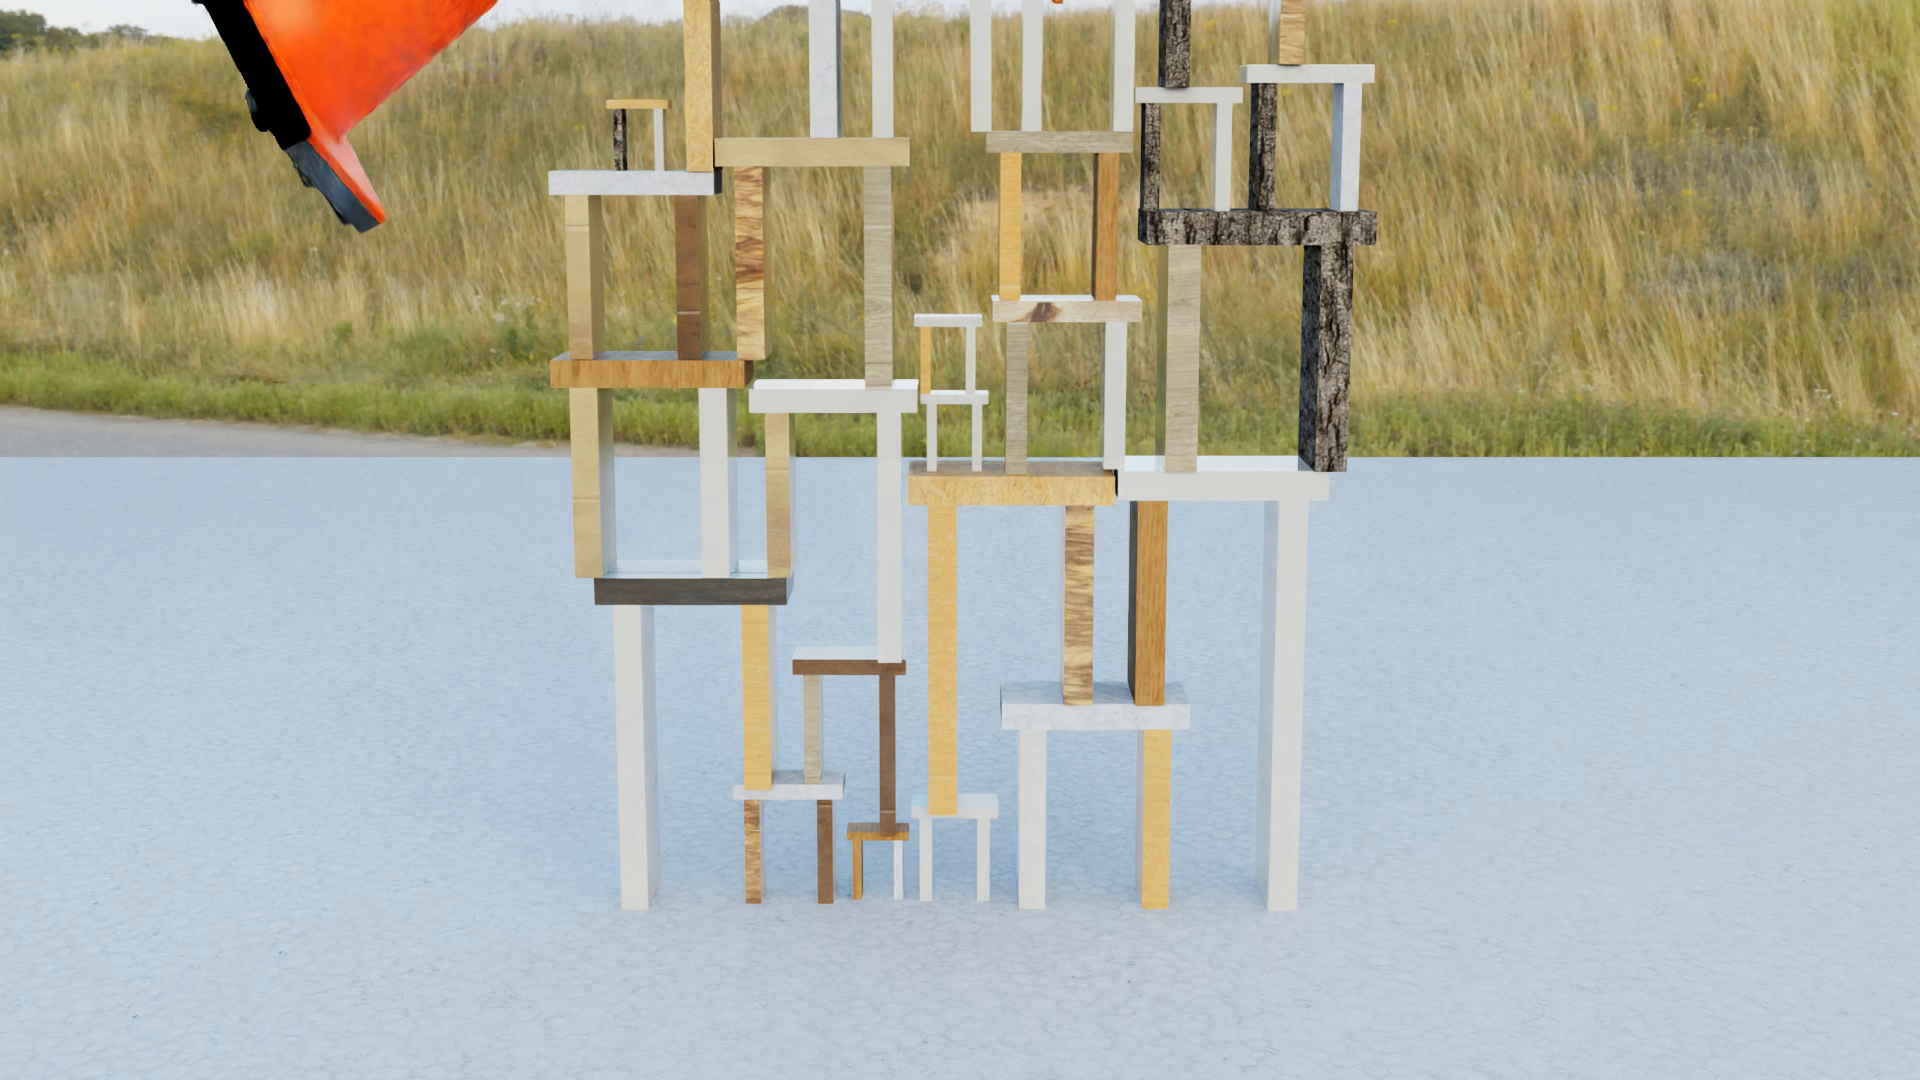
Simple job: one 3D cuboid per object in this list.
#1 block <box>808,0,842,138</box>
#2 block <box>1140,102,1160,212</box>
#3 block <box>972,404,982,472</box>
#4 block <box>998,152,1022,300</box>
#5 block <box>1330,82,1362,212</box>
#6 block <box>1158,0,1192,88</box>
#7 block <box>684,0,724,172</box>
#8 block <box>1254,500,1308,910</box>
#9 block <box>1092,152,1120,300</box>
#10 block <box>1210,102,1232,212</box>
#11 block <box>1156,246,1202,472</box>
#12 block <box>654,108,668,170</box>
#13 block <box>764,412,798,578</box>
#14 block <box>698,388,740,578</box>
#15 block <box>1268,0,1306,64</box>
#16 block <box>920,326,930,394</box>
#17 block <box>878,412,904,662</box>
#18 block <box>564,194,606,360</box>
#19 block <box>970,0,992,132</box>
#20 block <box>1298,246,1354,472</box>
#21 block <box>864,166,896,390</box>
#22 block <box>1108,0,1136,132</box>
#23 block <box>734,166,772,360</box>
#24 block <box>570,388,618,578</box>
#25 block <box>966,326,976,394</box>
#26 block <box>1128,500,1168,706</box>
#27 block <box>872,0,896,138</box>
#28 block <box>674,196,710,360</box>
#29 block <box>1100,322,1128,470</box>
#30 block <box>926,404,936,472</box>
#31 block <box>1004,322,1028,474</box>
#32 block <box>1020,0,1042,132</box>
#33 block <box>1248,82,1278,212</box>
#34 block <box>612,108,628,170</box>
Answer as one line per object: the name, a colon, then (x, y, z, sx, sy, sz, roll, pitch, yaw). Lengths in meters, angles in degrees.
block: (-0.209, -0.771, 3.417, 0.041, 0.288, 0.144, 0, 11, 0)
block: (0.298, -0.601, 3.448, 0.023, 0.166, 0.083, 0, 11, 0)
block: (0.027, -0.167, 3.523, 0.015, 0.108, 0.054, 0, 11, 0)
block: (0.078, -0.496, 3.468, 0.032, 0.227, 0.113, 0, 11, 0)
block: (0.604, -0.615, 3.444, 0.028, 0.195, 0.098, 0, 11, 0)
block: (0.333, -0.850, 3.403, 0.037, 0.294, 0.130, 0, 11, 0)
block: (-0.400, -0.747, 3.423, 0.041, 0.338, 0.144, 0, 11, 0)
block: (0.526, 0.256, 3.608, 0.047, 0.678, 0.167, 0, 11, 0)
block: (0.229, -0.496, 3.468, 0.032, 0.227, 0.113, 0, 11, 0)
block: (0.409, -0.601, 3.448, 0.023, 0.166, 0.083, 0, 11, 0)
block: (0.346, -0.296, 3.503, 0.050, 0.353, 0.176, 0, 11, 0)
block: (-0.469, -0.627, 3.446, 0.014, 0.095, 0.048, 0, 11, 0)
block: (-0.288, -0.082, 3.541, 0.037, 0.264, 0.132, 0, 11, 0)
block: (-0.387, -0.102, 3.539, 0.043, 0.303, 0.152, 0, 11, 0)
block: (0.506, -0.867, 3.400, 0.037, 0.260, 0.130, 0, 11, 0)
block: (-0.054, -0.289, 3.503, 0.015, 0.107, 0.054, 0, 11, 0)
block: (-0.112, -0.014, 3.553, 0.037, 0.403, 0.132, 0, 11, 0)
block: (-0.593, -0.420, 3.483, 0.036, 0.255, 0.127, 0, 11, 0)
block: (0.032, -0.749, 3.412, 0.032, 0.225, 0.113, -1, 11, 0)
block: (0.582, -0.296, 3.503, 0.050, 0.353, 0.176, 0, 11, 0)
block: (-0.127, -0.419, 3.482, 0.042, 0.344, 0.149, 0, 11, 0)
block: (0.251, -0.742, 3.414, 0.030, 0.211, 0.106, 0, 11, 0)
block: (-0.326, -0.441, 3.479, 0.042, 0.299, 0.149, 0, 11, 0)
block: (-0.589, -0.102, 3.539, 0.043, 0.303, 0.152, 0, 11, 0)
block: (0.017, -0.289, 3.503, 0.015, 0.107, 0.054, 0, 11, 0)
block: (0.304, 0.087, 3.576, 0.047, 0.333, 0.167, 0, 11, 0)
block: (-0.118, -0.744, 3.416, 0.032, 0.235, 0.113, 0, 11, 0)
block: (-0.423, -0.419, 3.483, 0.036, 0.255, 0.127, 0, 11, 0)
block: (0.244, -0.237, 3.512, 0.033, 0.233, 0.117, 0, 11, 0)
block: (-0.045, -0.168, 3.523, 0.015, 0.108, 0.054, 0, 11, 0)
block: (0.089, -0.233, 3.511, 0.033, 0.241, 0.117, 0, 11, 0)
block: (0.110, -0.742, 3.414, 0.030, 0.211, 0.106, 0, 11, 0)
block: (0.474, -0.615, 3.444, 0.028, 0.195, 0.098, 0, 11, 0)
block: (-0.532, -0.627, 3.446, 0.014, 0.095, 0.048, 0, 11, 0)
